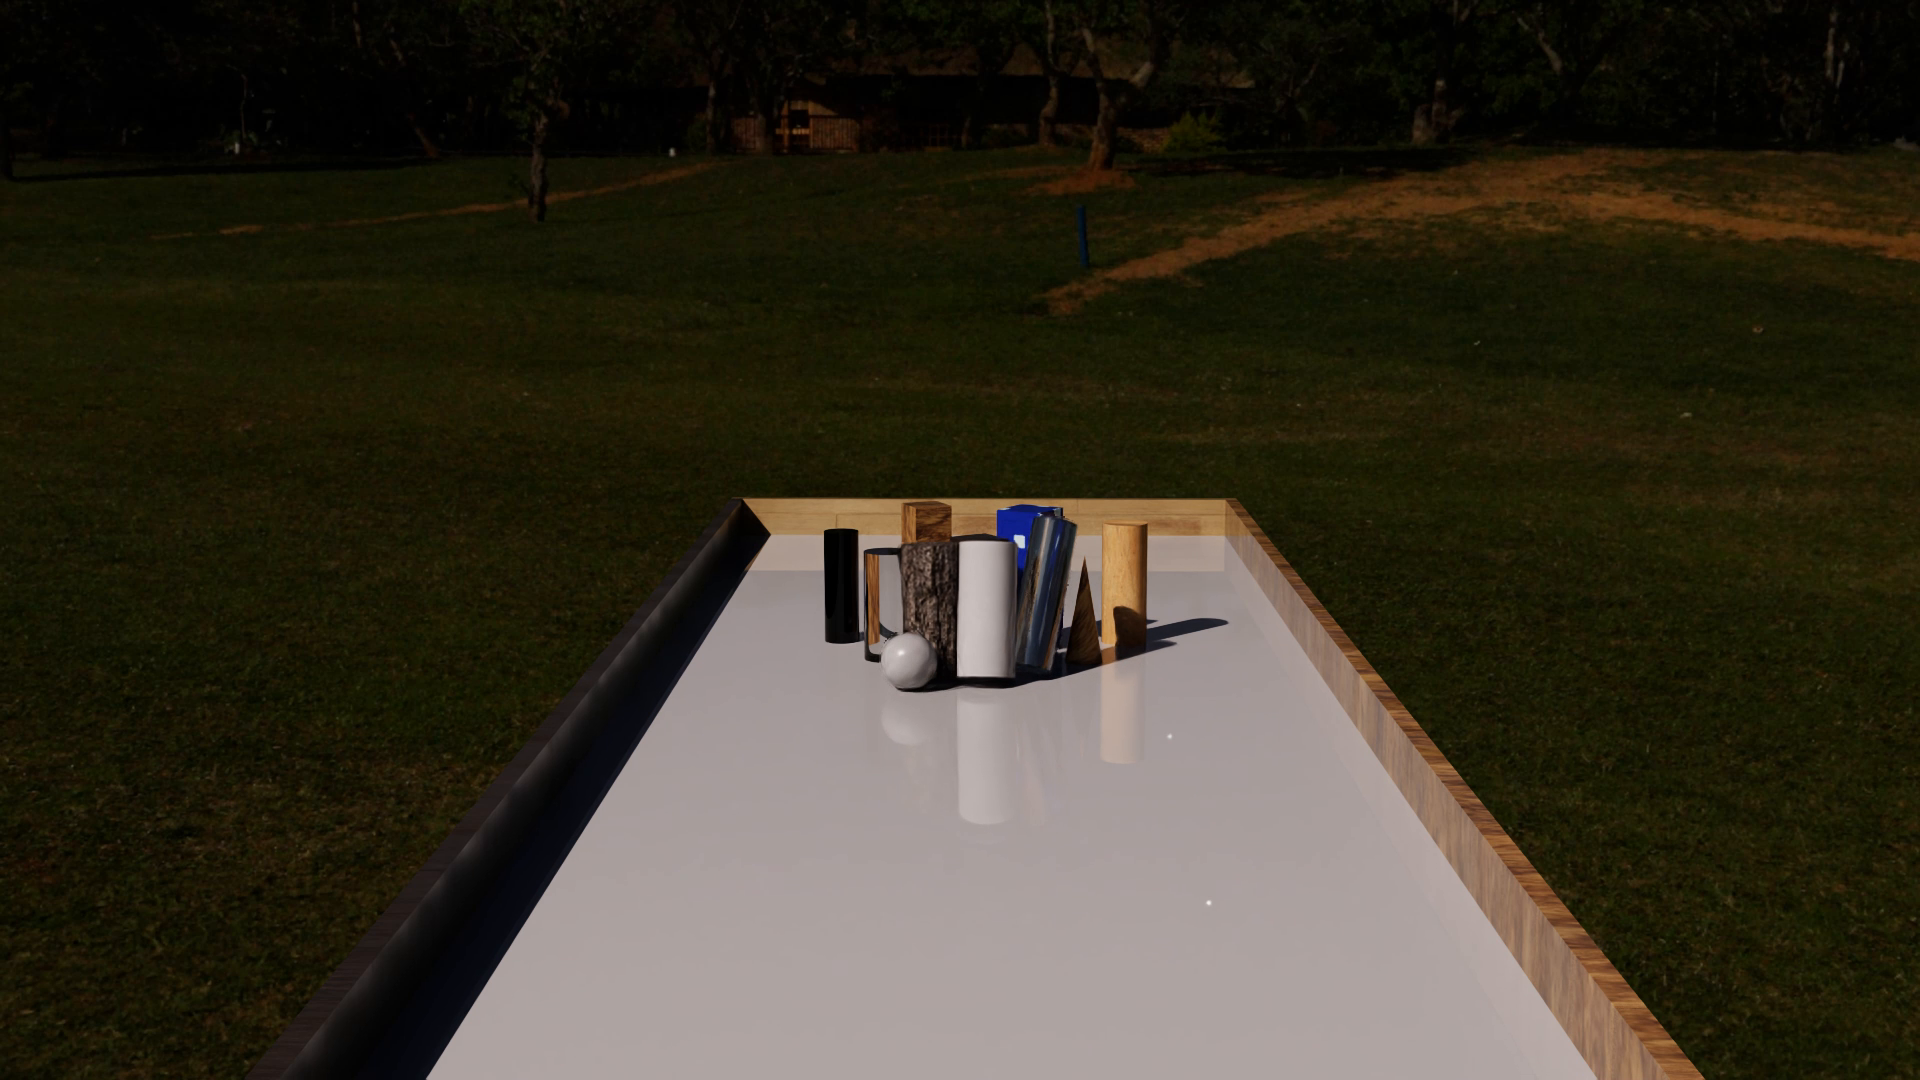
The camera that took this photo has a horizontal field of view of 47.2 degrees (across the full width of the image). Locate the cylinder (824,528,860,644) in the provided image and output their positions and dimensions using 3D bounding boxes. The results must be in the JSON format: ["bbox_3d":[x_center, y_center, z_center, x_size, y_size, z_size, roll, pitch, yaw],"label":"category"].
[{"bbox_3d":[-0.375,0.145,6.967,0.110,0.352,0.110,0,9,0],"label":"cylinder"}]

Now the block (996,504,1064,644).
[{"bbox_3d":[0.219,0.115,6.907,0.151,0.431,0.151,6,11,31],"label":"block"}]

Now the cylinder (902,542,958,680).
[{"bbox_3d":[-0.084,0.205,6.439,0.169,0.386,0.169,-1,4,0],"label":"cylinder"}]

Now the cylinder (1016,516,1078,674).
[{"bbox_3d":[0.243,0.163,6.502,0.136,0.446,0.136,10,-13,2],"label":"cylinder"}]

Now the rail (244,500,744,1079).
[{"bbox_3d":[-1.004,0.839,3.234,0.050,0.150,12.000,0,9,1],"label":"rail"}]

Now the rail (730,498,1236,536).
[{"bbox_3d":[0.099,-0.098,9.147,2.100,0.150,0.050,0,9,1],"label":"rail"}]

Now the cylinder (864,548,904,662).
[{"bbox_3d":[-0.220,0.198,6.703,0.146,0.331,0.146,0,9,0],"label":"cylinder"}]

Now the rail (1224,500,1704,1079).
[{"bbox_3d":[1.046,0.843,3.208,0.050,0.150,12.000,0,9,1],"label":"rail"}]

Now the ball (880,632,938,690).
[{"bbox_3d":[-0.146,0.347,6.294,0.164,0.164,0.164,0,9,0],"label":"ball"}]

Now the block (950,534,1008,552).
[{"bbox_3d":[0.057,0.179,6.676,0.128,0.377,0.128,-6,11,-31],"label":"block"}]

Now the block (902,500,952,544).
[{"bbox_3d":[-0.106,0.104,6.951,0.121,0.438,0.121,-4,10,-23],"label":"block"}]

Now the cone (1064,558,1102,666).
[{"bbox_3d":[0.376,0.207,6.656,0.114,0.327,0.114,0,9,0],"label":"cone"}]

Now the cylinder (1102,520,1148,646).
[{"bbox_3d":[0.519,0.133,6.951,0.142,0.381,0.142,0,9,0],"label":"cylinder"}]

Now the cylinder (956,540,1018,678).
[{"bbox_3d":[0.079,0.204,6.379,0.172,0.390,0.172,1,-5,0],"label":"cylinder"}]
